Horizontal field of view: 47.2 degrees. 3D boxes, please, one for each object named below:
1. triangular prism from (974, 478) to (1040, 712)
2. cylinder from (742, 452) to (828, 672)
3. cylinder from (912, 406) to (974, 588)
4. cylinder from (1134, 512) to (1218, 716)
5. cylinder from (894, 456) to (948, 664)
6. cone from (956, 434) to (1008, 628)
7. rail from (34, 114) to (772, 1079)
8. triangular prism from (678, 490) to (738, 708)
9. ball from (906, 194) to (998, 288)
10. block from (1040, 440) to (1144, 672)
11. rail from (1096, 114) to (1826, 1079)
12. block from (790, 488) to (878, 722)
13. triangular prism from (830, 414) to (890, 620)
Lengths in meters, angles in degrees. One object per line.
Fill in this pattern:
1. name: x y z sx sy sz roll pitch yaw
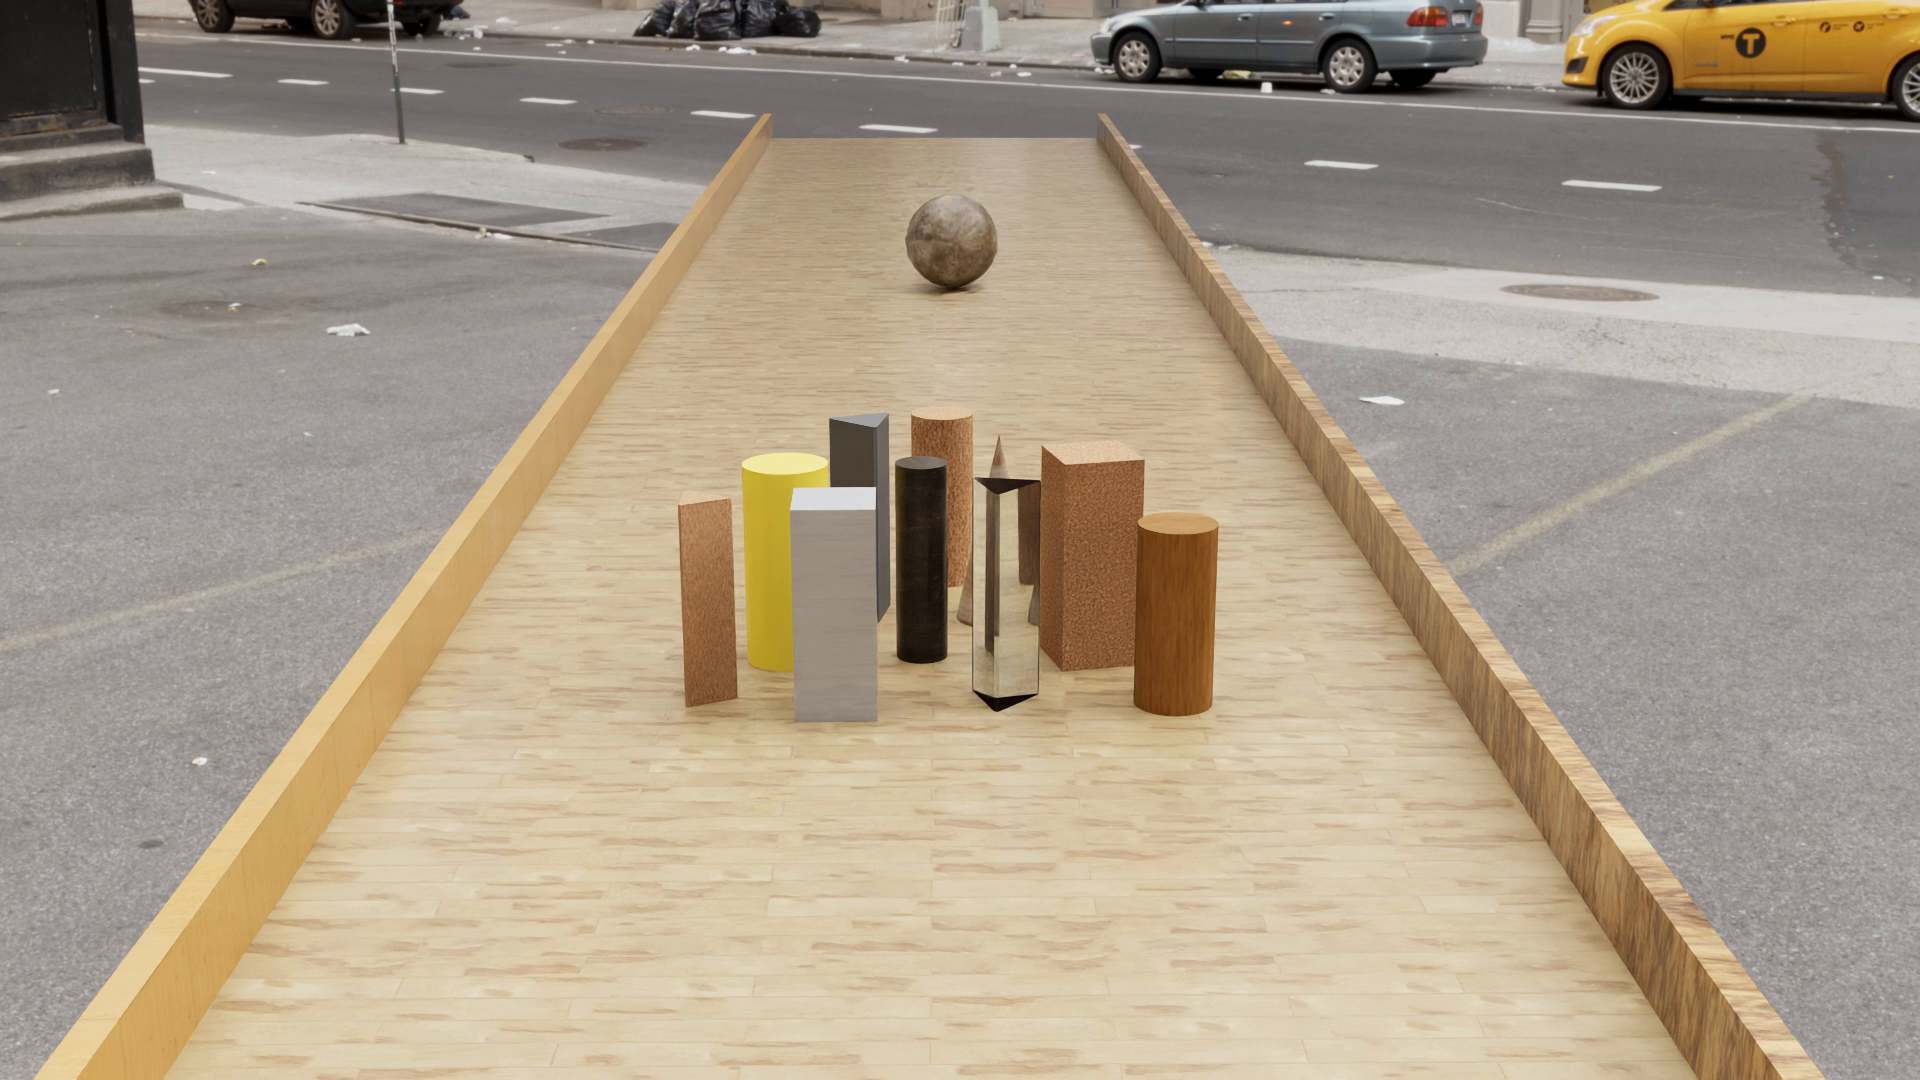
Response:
1. triangular prism: 0.068 0.096 4.159 0.110 0.425 0.128 14 21 38
2. cylinder: -0.344 0.043 4.374 0.169 0.404 0.169 0 17 0
3. cylinder: -0.039 -0.097 4.884 0.137 0.381 0.137 0 17 0
4. cylinder: 0.405 0.139 4.137 0.150 0.355 0.150 0 17 0
5. cylinder: -0.076 0.040 4.387 0.104 0.402 0.104 0 17 0
6. cone: 0.081 -0.030 4.623 0.178 0.401 0.178 0 17 0
7. rail: -1.118 -0.838 7.780 0.050 0.150 12.000 0 17 -1
8. triangular prism: -0.494 0.107 4.167 0.106 0.398 0.092 -9 19 -28
9. ball: -0.032 -1.153 8.480 0.355 0.355 0.355 0 17 0
10. block: 0.261 0.030 4.383 0.161 0.423 0.161 -4 17 -14
11. rail: 0.932 -0.844 7.801 0.050 0.150 12.000 0 17 -1
12. block: -0.232 0.120 4.104 0.154 0.410 0.154 0 17 -2
13. triangular prism: -0.188 -0.052 4.659 0.129 0.424 0.112 13 21 38
